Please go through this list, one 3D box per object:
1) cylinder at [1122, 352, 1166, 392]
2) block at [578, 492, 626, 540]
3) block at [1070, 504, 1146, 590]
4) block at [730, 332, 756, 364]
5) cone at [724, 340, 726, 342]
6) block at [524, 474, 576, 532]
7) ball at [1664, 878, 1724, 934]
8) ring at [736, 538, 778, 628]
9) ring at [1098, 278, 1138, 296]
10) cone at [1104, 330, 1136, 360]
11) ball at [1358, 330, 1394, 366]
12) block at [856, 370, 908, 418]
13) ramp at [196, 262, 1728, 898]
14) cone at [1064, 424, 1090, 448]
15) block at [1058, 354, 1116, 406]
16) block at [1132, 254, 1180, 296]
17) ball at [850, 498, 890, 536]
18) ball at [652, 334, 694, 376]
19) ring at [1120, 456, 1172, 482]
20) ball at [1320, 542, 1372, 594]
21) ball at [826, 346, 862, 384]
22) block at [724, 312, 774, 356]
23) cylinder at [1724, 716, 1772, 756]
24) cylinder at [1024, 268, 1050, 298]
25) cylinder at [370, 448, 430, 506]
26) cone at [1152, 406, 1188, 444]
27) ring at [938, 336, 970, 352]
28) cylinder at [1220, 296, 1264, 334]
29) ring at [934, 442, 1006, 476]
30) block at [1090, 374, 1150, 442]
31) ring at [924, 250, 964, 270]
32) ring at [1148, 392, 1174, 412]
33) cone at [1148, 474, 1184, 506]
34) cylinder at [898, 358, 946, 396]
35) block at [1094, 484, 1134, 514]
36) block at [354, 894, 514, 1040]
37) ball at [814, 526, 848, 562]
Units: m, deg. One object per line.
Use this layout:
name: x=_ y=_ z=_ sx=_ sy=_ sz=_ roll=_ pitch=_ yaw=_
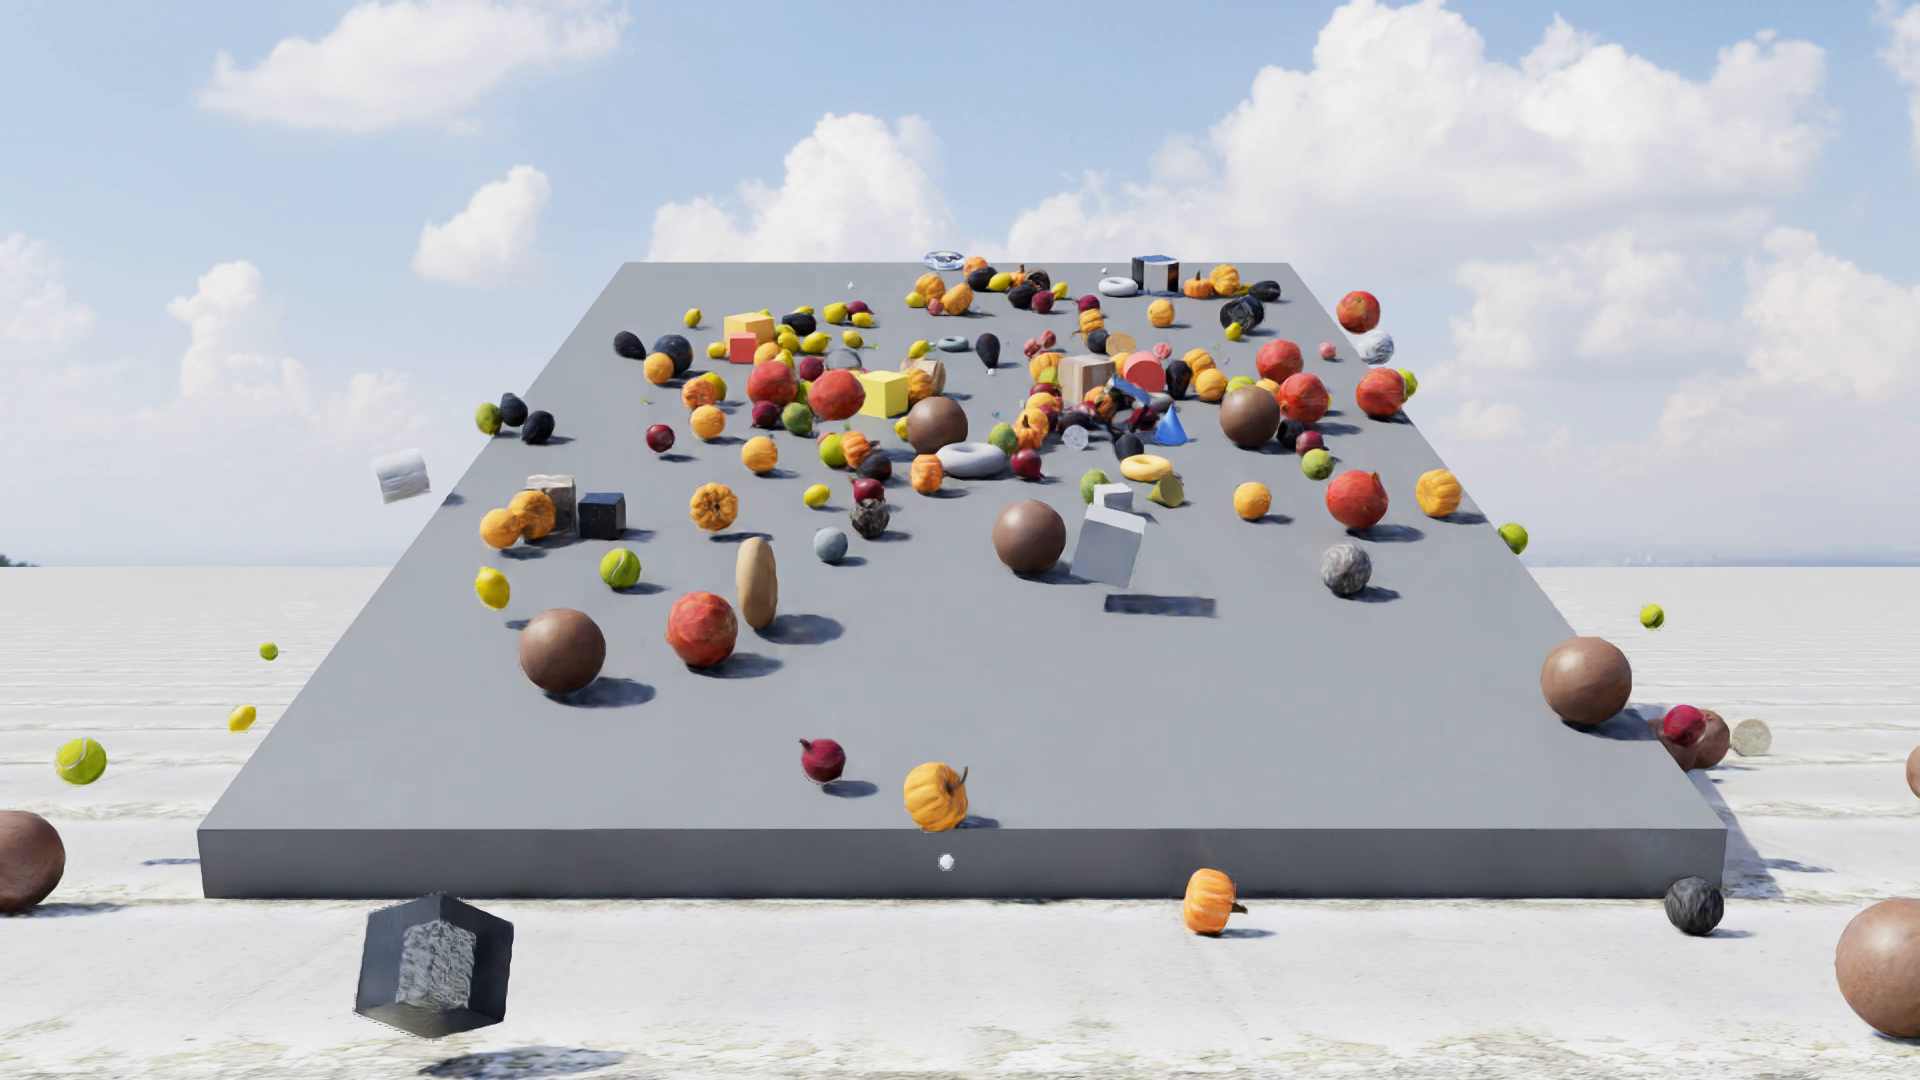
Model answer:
cylinder: x=0.424 y=-0.379 z=5.137 sx=0.093 sy=0.093 sz=0.093 roll=0 pitch=18 yaw=1
block: x=-0.660 y=-0.044 z=4.121 sx=0.069 sy=0.069 sz=0.069 roll=2 pitch=18 yaw=6
block: x=0.248 y=0.010 z=3.738 sx=0.100 sy=0.100 sz=0.100 roll=15 pitch=17 yaw=4
block: x=-0.533 y=-0.471 z=5.473 sx=0.062 sy=0.062 sz=0.062 roll=-2 pitch=18 yaw=-6
cone: x=-0.555 y=-0.509 z=5.651 sx=0.058 sy=0.058 sz=0.058 roll=0 pitch=-13 yaw=36
block: x=-0.765 y=-0.069 z=4.174 sx=0.084 sy=0.084 sz=0.084 roll=-1 pitch=18 yaw=-4
ball: x=0.875 y=0.436 z=2.659 sx=0.068 sy=0.068 sz=0.068 roll=0 pitch=-1 yaw=0
ring: x=-0.330 y=0.069 z=3.627 sx=0.050 sy=0.149 sz=0.149 roll=-3 pitch=-1 yaw=4
ring: x=0.444 y=-0.710 z=6.267 sx=0.111 sy=0.037 sz=0.111 roll=2 pitch=21 yaw=-1
cone: x=0.392 y=-0.471 z=5.522 sx=0.075 sy=0.075 sz=0.075 roll=0 pitch=-13 yaw=-2
ball: x=1.016 y=-0.470 z=5.452 sx=0.088 sy=0.088 sz=0.088 roll=0 pitch=-1 yaw=0
block: x=-0.173 y=-0.326 z=4.984 sx=0.083 sy=0.083 sz=0.083 roll=13 pitch=22 yaw=36
ramp: x=-0.003 y=-0.182 z=4.835 sx=2.000 sy=0.100 sz=4.000 roll=0 pitch=18 yaw=0
cone: x=0.243 y=-0.211 z=4.720 sx=0.055 sy=0.055 sz=0.055 roll=0 pitch=-17 yaw=-6
block: x=0.289 y=-0.366 z=5.099 sx=0.091 sy=0.091 sz=0.091 roll=-11 pitch=21 yaw=-32
block: x=0.549 y=-0.745 z=6.282 sx=0.095 sy=0.095 sz=0.095 roll=-9 pitch=20 yaw=-27
ball: x=-0.166 y=-0.041 z=4.110 sx=0.071 sy=0.071 sz=0.071 roll=0 pitch=-1 yaw=0
ball: x=-0.685 y=-0.443 z=5.322 sx=0.099 sy=0.099 sz=0.099 roll=0 pitch=-1 yaw=0
ring: x=0.375 y=-0.145 z=4.498 sx=0.105 sy=0.035 sz=0.105 roll=1 pitch=18 yaw=0
ball: x=0.657 y=0.048 z=3.805 sx=0.088 sy=0.088 sz=0.088 roll=0 pitch=-1 yaw=0
ball: x=-0.267 y=-0.403 z=5.137 sx=0.086 sy=0.086 sz=0.086 roll=0 pitch=-1 yaw=0
block: x=-0.525 y=-0.511 z=5.558 sx=0.087 sy=0.087 sz=0.087 roll=-16 pitch=23 yaw=-40
cylinder: x=1.804 y=0.449 z=5.111 sx=0.086 sy=0.086 sz=0.086 roll=0 pitch=-1 yaw=7
cylinder: x=0.216 y=-0.721 z=6.248 sx=0.070 sy=0.070 sz=0.070 roll=0 pitch=18 yaw=-2
cylinder: x=-1.084 y=-0.124 z=4.325 sx=0.092 sy=0.092 sz=0.092 roll=-16 pitch=5 yaw=-19
cone: x=0.450 y=-0.252 z=4.763 sx=0.077 sy=0.077 sz=0.077 roll=0 pitch=18 yaw=0
ring: x=-0.017 y=-0.492 z=5.599 sx=0.080 sy=0.027 sz=0.080 roll=-2 pitch=21 yaw=1
cylinder: x=0.733 y=-0.584 z=5.792 sx=0.087 sy=0.087 sz=0.087 roll=0 pitch=15 yaw=32
ring: x=0.022 y=-0.164 z=4.533 sx=0.146 sy=0.049 sz=0.146 roll=1 pitch=15 yaw=0
block: x=0.343 y=-0.282 z=4.769 sx=0.093 sy=0.093 sz=0.093 roll=29 pitch=20 yaw=-7
ring: x=-0.047 y=-0.833 z=6.649 sx=0.123 sy=0.041 sz=0.123 roll=1 pitch=18 yaw=0
ring: x=0.434 y=-0.311 z=5.025 sx=0.094 sy=0.031 sz=0.094 roll=0 pitch=16 yaw=0
cone: x=0.386 y=-0.088 z=4.327 sx=0.066 sy=0.066 sz=0.066 roll=0 pitch=-14 yaw=-41
cylinder: x=-0.087 y=-0.373 z=5.131 sx=0.083 sy=0.083 sz=0.083 roll=6 pitch=2 yaw=20
block: x=0.290 y=-0.071 z=4.227 sx=0.057 sy=0.057 sz=0.057 roll=-5 pitch=18 yaw=-16
block: x=-0.461 y=0.376 z=1.963 sx=0.090 sy=0.090 sz=0.090 roll=-19 pitch=-35 yaw=29
ball: x=-0.230 y=0.007 z=3.973 sx=0.062 sy=0.062 sz=0.062 roll=0 pitch=-1 yaw=0
